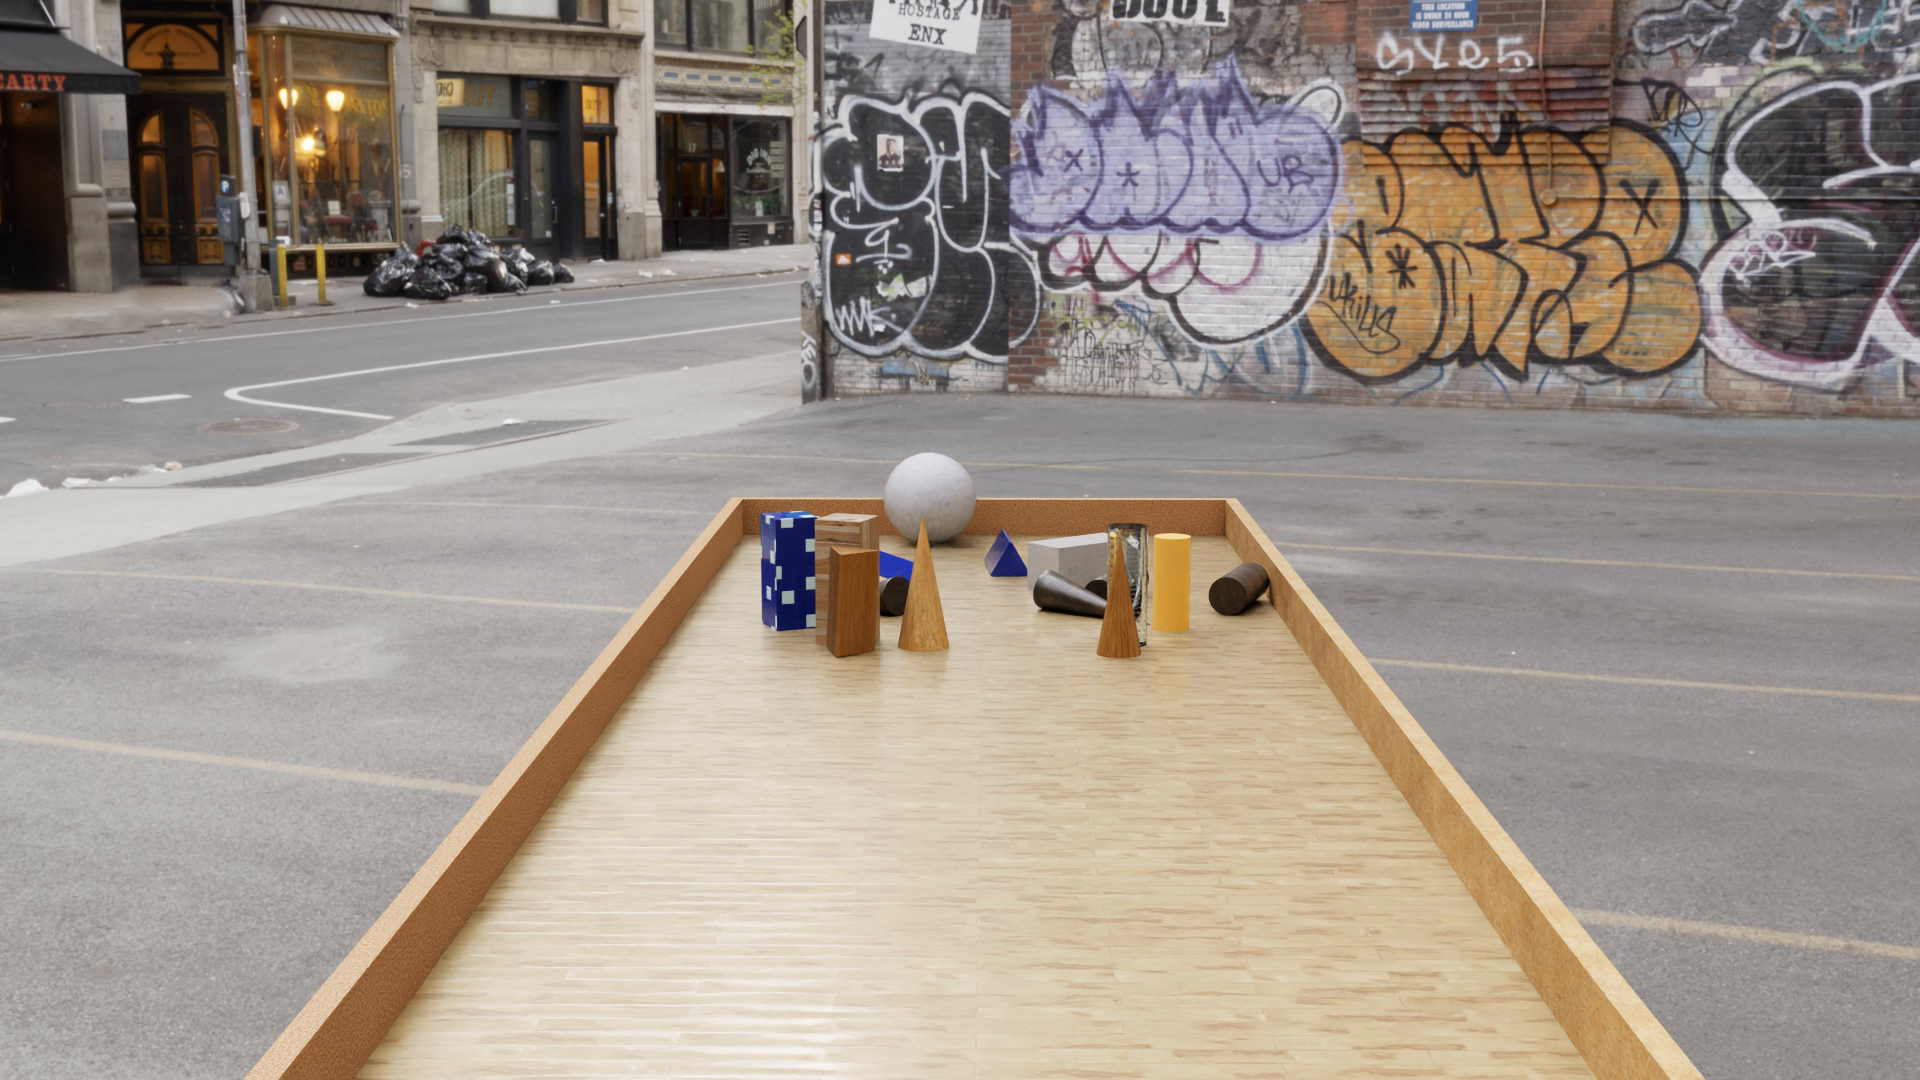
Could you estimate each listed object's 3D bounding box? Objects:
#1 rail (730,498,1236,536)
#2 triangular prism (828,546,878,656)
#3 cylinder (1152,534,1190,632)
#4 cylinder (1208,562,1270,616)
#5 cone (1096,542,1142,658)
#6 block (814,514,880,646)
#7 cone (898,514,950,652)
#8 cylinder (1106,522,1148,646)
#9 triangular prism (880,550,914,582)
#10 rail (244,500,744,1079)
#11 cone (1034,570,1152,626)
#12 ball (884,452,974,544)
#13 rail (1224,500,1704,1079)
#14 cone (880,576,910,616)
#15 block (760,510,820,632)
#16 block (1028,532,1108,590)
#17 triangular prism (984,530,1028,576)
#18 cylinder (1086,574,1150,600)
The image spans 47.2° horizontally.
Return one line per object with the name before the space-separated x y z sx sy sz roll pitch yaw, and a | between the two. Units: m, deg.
rail | 0.099 -0.098 9.147 2.100 0.150 0.050 0 9 1
triangular prism | -0.360 0.185 6.802 0.154 0.317 0.134 -6 13 -44
cylinder | 0.690 0.138 7.165 0.118 0.304 0.118 0 9 0
cylinder | 0.959 0.166 7.544 0.131 0.131 0.326 4 10 21
cone | 0.491 0.172 6.767 0.139 0.362 0.139 0 9 0
block | -0.355 0.126 6.947 0.153 0.397 0.153 3 10 21
cone | -0.115 0.125 6.874 0.163 0.422 0.163 0 9 0
cylinder | 0.525 0.142 6.911 0.127 0.376 0.127 0 9 0
triangular prism | -0.234 0.098 8.135 0.088 0.076 0.377 -5 10 -27
rail | -1.004 0.839 3.234 0.050 0.150 12.000 0 9 1
cone | 0.463 0.224 7.380 0.453 0.136 0.136 18 19 38
ball | -0.124 -0.169 8.896 0.370 0.370 0.370 0 9 0
rail | 1.046 0.843 3.208 0.050 0.150 12.000 0 9 1
cone | -0.340 0.199 7.541 0.133 0.133 0.392 -9 3 -43
block | -0.556 0.100 7.211 0.152 0.366 0.152 -4 10 -24
block | 0.436 0.086 7.918 0.361 0.172 0.172 -7 11 -38
triangular prism | 0.176 0.045 8.307 0.144 0.125 0.328 0 9 -4
cylinder | 0.545 0.161 7.633 0.113 0.113 0.384 4 10 22
